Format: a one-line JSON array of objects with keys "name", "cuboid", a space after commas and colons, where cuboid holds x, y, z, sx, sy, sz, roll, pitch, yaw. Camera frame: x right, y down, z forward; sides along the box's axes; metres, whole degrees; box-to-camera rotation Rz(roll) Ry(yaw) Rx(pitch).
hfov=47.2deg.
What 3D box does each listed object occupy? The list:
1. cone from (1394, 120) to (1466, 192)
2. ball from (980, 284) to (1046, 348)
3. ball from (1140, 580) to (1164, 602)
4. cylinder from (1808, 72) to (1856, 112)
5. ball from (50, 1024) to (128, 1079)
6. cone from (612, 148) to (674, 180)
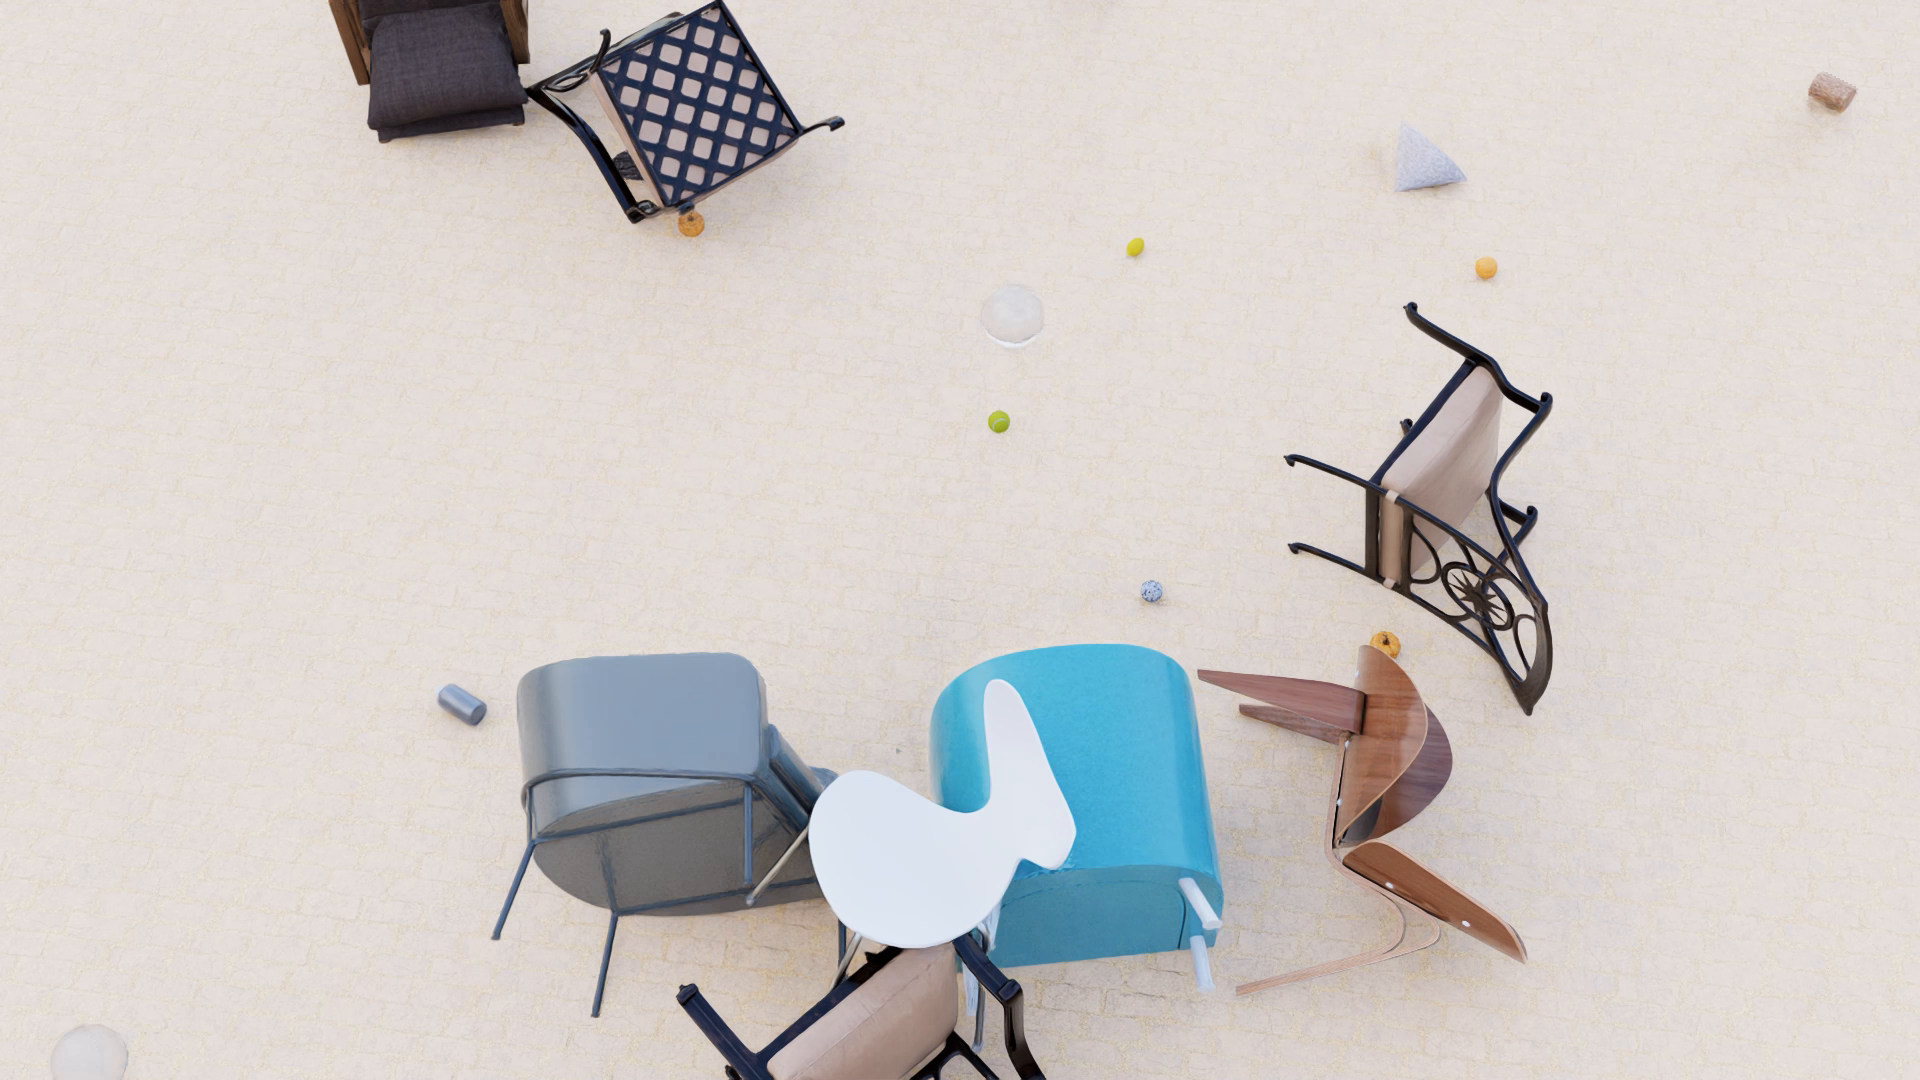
[{"name": "cone", "cuboid": [1.514, -1.235, 7.347, 0.299, 0.197, 0.187, 44, 96, 6]}, {"name": "ball", "cuboid": [0.167, -0.707, 6.925, 0.204, 0.204, 0.204, 0, 56, 0]}, {"name": "ball", "cuboid": [0.561, 0.149, 6.434, 0.066, 0.066, 0.066, 0, 56, 0]}, {"name": "cylinder", "cuboid": [2.987, -1.534, 7.533, 0.128, 0.083, 0.149, 34, 20, 20]}, {"name": "ball", "cuboid": [-2.207, 1.320, 5.576, 0.185, 0.185, 0.185, 0, 56, 0]}, {"name": "cone", "cuboid": [-1.075, -1.283, 7.404, 0.208, 0.115, 0.111, -5, 28, -12]}]
